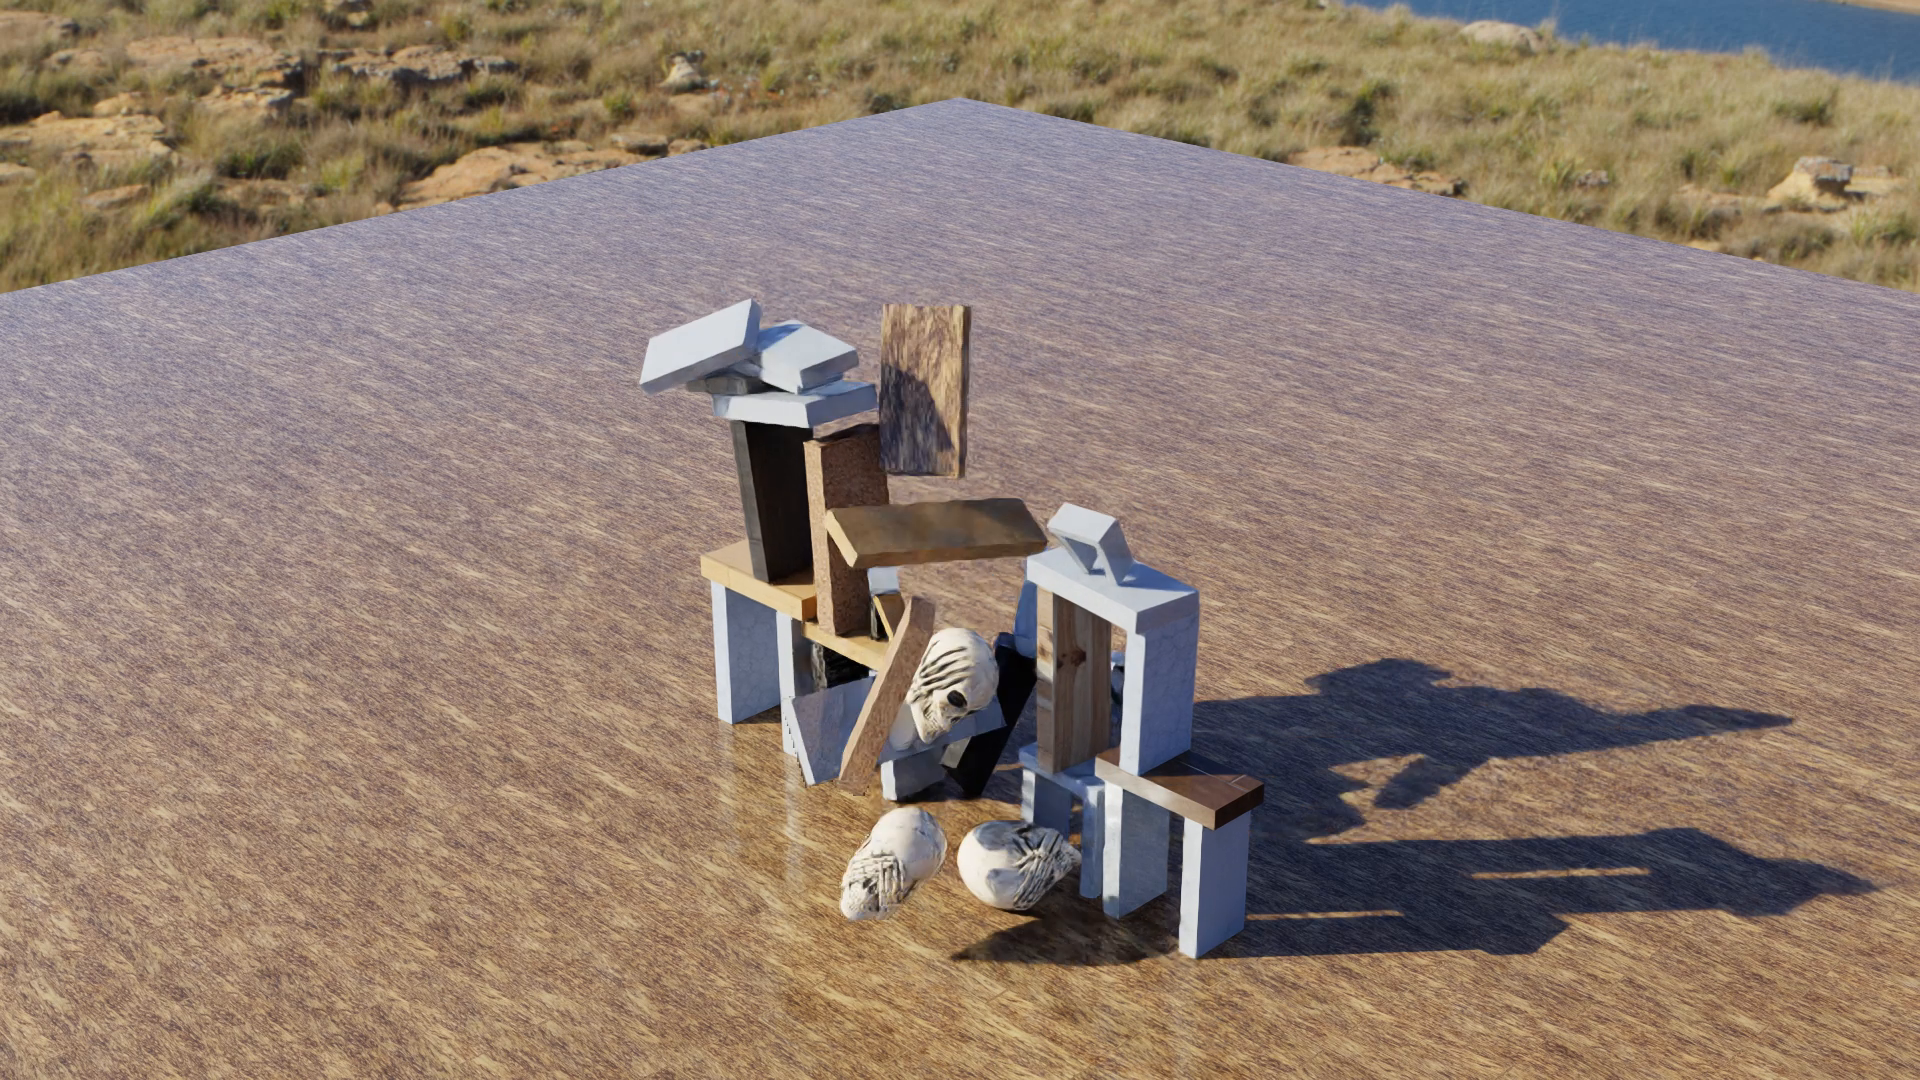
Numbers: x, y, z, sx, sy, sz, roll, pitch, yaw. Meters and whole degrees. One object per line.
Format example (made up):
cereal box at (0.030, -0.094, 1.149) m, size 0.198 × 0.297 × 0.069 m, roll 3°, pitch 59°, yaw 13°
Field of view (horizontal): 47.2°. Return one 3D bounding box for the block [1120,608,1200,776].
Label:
block at (0.358, 0.262, 3.945) m, size 0.042 × 0.298 × 0.149 m, roll 23°, pitch 32°, yaw 40°

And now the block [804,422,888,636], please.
block at (-0.221, -0.022, 4.473) m, size 0.172 × 0.403 × 0.049 m, roll -21°, pitch 26°, yaw -41°

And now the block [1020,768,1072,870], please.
block at (0.167, 0.521, 4.257) m, size 0.107 × 0.214 × 0.030 m, roll -21°, pitch 33°, yaw -40°

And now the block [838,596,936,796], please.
block at (-0.135, 0.285, 4.055) m, size 0.048 × 0.338 × 0.169 m, roll 22°, pitch 16°, yaw -5°

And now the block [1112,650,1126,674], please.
block at (0.362, 0.261, 4.586) m, size 0.228 × 0.032 × 0.114 m, roll 4°, pitch -14°, yaw -16°

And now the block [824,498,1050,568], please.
block at (-0.043, -0.016, 4.351) m, size 0.453 × 0.037 × 0.131 m, roll -4°, pitch 45°, yaw -34°

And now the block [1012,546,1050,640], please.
block at (0.168, 0.132, 4.660) m, size 0.032 × 0.114 × 0.228 m, roll -3°, pitch 58°, yaw 28°

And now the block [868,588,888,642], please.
block at (-0.155, 0.143, 4.455) m, size 0.016 × 0.115 × 0.058 m, roll 17°, pitch 28°, yaw 42°

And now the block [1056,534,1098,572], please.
block at (0.209, -0.001, 3.909) m, size 0.016 × 0.115 × 0.058 m, roll 0°, pitch 49°, yaw 41°

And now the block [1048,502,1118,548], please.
block at (0.214, -0.026, 3.833) m, size 0.115 × 0.016 × 0.058 m, roll 18°, pitch 60°, yaw 39°

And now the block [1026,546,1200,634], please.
block at (0.271, 0.080, 3.937) m, size 0.149 × 0.042 × 0.298 m, roll -17°, pitch 28°, yaw -34°

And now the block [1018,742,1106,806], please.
block at (0.223, 0.431, 4.157) m, size 0.107 × 0.030 × 0.214 m, roll -19°, pitch 29°, yaw -37°

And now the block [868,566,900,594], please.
block at (-0.157, 0.060, 4.438) m, size 0.058 × 0.016 × 0.115 m, roll 1°, pitch 47°, yaw -10°

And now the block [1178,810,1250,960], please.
block at (0.461, 0.605, 3.978) m, size 0.040 × 0.279 × 0.140 m, roll 21°, pitch 31°, yaw 41°

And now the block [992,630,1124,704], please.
block at (0.217, 0.269, 4.537) m, size 0.279 × 0.140 × 0.040 m, roll 14°, pitch 67°, yaw 33°

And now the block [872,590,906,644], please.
block at (-0.129, 0.160, 4.425) m, size 0.058 × 0.115 × 0.016 m, roll -22°, pitch 0°, yaw -41°

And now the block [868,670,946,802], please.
block at (-0.107, 0.379, 4.506) m, size 0.139 × 0.278 × 0.039 m, roll -21°, pitch 22°, yaw -41°

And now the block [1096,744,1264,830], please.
block at (0.395, 0.433, 3.976) m, size 0.279 × 0.040 × 0.139 m, roll 21°, pitch 31°, yaw 41°

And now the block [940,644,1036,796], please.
block at (0.060, 0.371, 4.518) m, size 0.040 × 0.139 × 0.279 m, roll 15°, pitch 68°, yaw 31°

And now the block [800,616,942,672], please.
block at (-0.185, 0.199, 4.521) m, size 0.139 × 0.039 × 0.278 m, roll -20°, pitch 30°, yaw -40°

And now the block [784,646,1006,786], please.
block at (-0.125, 0.343, 4.336) m, size 0.419 × 0.169 × 0.048 m, roll -15°, pitch -5°, yaw -23°

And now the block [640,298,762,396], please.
block at (-0.529, -0.394, 4.486) m, size 0.262 × 0.037 × 0.131 m, roll -18°, pitch 45°, yaw 26°

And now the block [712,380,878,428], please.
block at (-0.338, -0.282, 4.464) m, size 0.172 × 0.049 × 0.344 m, roll -19°, pitch 17°, yaw -35°

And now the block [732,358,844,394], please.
block at (-0.352, -0.351, 4.458) m, size 0.114 × 0.032 × 0.228 m, roll -22°, pitch 29°, yaw -34°

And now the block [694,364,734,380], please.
block at (-0.512, -0.372, 4.633) m, size 0.228 × 0.032 × 0.114 m, roll -15°, pitch 14°, yaw -24°

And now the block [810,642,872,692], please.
block at (-0.235, 0.330, 4.624) m, size 0.139 × 0.278 × 0.039 m, roll -21°, pitch 24°, yaw -40°

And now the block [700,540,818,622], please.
block at (-0.382, 0.078, 4.670) m, size 0.165 × 0.047 × 0.330 m, roll -21°, pitch 31°, yaw -40°

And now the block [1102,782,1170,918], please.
block at (0.330, 0.554, 4.099) m, size 0.040 × 0.279 × 0.139 m, roll 21°, pitch 31°, yaw 41°

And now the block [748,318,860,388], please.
block at (-0.325, -0.376, 4.406) m, size 0.131 × 0.037 × 0.262 m, roll -24°, pitch 30°, yaw -25°

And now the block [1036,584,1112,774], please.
block at (0.213, 0.241, 4.088) m, size 0.149 × 0.372 × 0.042 m, roll -18°, pitch 28°, yaw -37°

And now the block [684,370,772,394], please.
block at (-0.464, -0.334, 4.582) m, size 0.114 × 0.032 × 0.228 m, roll -20°, pitch 16°, yaw -37°

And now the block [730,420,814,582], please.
block at (-0.373, -0.103, 4.590) m, size 0.172 × 0.344 × 0.049 m, roll -21°, pitch 21°, yaw -39°

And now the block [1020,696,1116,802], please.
block at (0.219, 0.414, 4.418) m, size 0.040 × 0.140 × 0.279 m, roll 15°, pitch 67°, yaw 31°

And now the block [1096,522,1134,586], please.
block at (0.271, 0.022, 3.854) m, size 0.016 × 0.115 × 0.058 m, roll 18°, pitch 59°, yaw 35°

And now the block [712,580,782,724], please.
block at (-0.458, 0.222, 4.815) m, size 0.047 × 0.330 × 0.165 m, roll 21°, pitch 31°, yaw 41°

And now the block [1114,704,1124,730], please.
block at (0.344, 0.352, 4.391) m, size 0.015 × 0.051 × 0.103 m, roll -17°, pitch -10°, yaw 31°

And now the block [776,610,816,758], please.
block at (-0.304, 0.282, 4.673) m, size 0.165 × 0.330 × 0.047 m, roll -21°, pitch 29°, yaw -40°

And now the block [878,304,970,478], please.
block at (-0.072, -0.297, 4.386) m, size 0.169 × 0.338 × 0.048 m, roll 3°, pitch 3°, yaw 18°

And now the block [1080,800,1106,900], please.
block at (0.274, 0.562, 4.161) m, size 0.030 × 0.214 × 0.107 m, roll 18°, pitch 29°, yaw 35°
